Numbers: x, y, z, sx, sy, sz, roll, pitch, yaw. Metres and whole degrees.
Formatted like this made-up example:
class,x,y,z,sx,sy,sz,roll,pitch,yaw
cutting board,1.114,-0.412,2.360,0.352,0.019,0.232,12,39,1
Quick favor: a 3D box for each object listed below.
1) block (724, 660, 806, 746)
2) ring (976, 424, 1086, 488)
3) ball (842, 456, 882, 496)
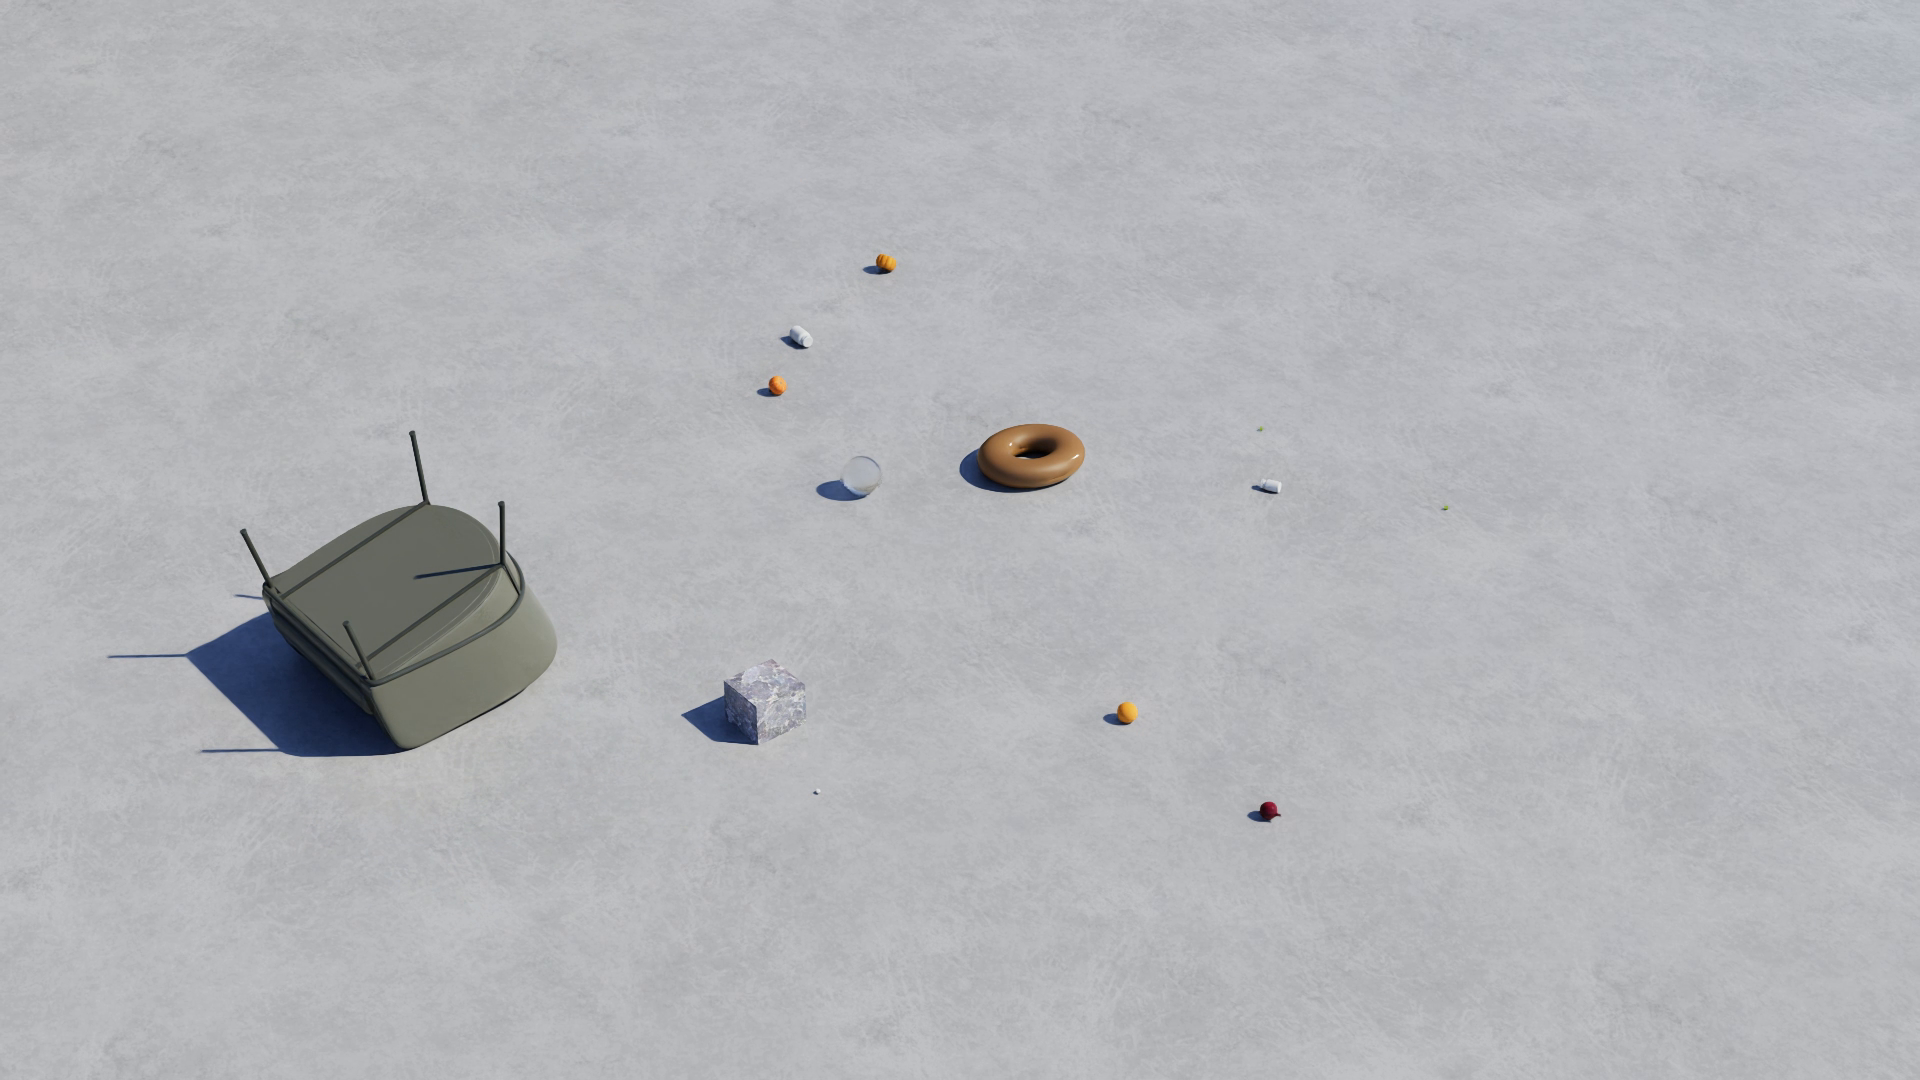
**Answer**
class,x,y,z,sx,sy,sz,roll,pitch,yaw
block,-0.662,0.550,9.963,0.200,0.162,0.193,-24,40,-31
ring,0.275,-0.327,11.347,0.441,0.105,0.373,-19,38,-27
ball,-0.375,-0.247,11.182,0.150,0.150,0.150,0,33,0
